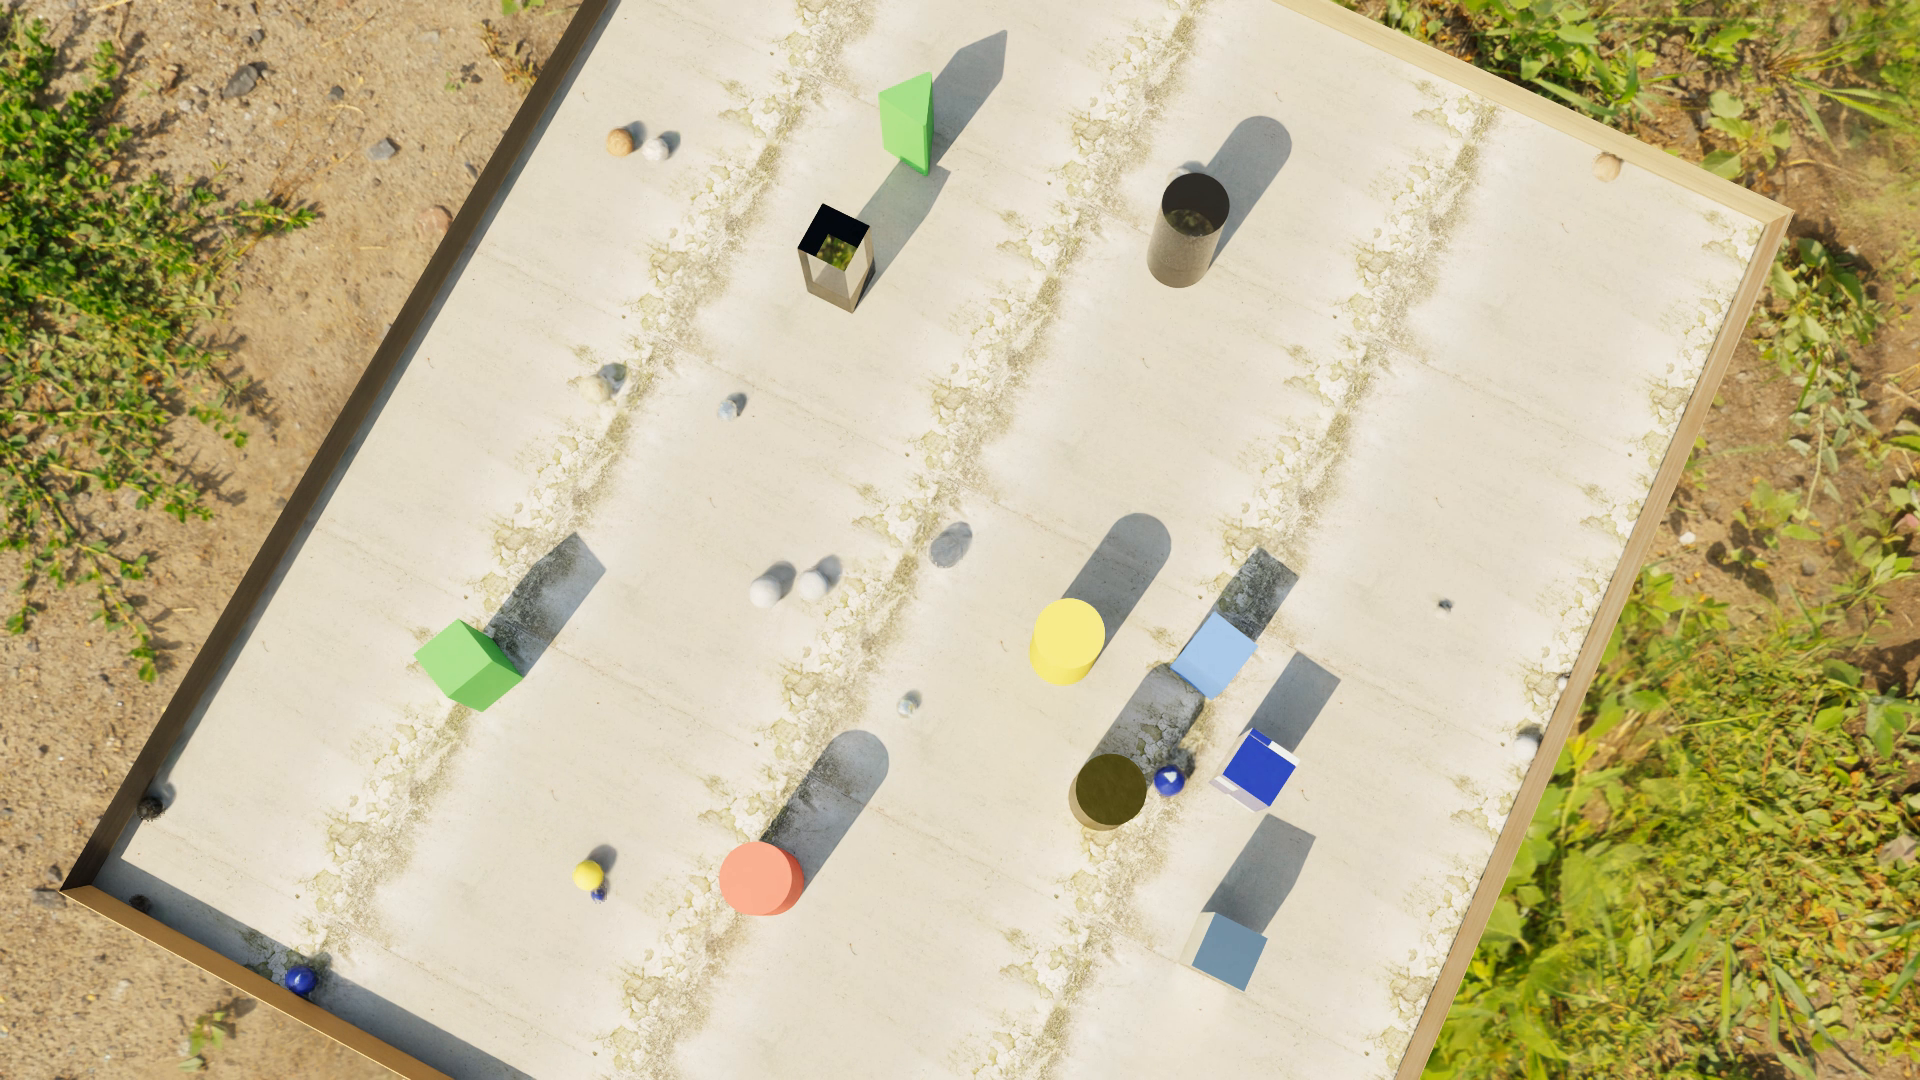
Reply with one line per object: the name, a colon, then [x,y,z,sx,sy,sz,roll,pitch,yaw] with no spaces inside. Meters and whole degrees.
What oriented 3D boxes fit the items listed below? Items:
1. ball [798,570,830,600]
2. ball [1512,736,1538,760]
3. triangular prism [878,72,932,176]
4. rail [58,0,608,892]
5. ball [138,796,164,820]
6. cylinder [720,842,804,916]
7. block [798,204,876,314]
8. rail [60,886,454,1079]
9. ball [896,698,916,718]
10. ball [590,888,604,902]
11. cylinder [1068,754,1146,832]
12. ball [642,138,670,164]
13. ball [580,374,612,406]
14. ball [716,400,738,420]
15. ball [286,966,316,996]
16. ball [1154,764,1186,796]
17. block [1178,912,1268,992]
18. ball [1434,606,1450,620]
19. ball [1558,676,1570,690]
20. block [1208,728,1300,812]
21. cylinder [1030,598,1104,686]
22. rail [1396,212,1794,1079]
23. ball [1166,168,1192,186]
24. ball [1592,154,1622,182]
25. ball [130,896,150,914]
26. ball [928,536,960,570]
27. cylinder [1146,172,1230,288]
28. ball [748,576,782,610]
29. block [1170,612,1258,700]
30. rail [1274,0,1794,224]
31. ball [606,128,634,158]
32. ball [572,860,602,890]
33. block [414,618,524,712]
ball: [-0.440,0.135,5.541,0.094,0.094,0.094,0,78,0]
ball: [1.683,0.618,5.451,0.074,0.074,0.074,0,78,0]
triangular prism: [-0.132,-1.310,5.691,0.173,0.386,0.150,35,80,7]
rail: [-1.640,-0.796,5.714,0.045,0.130,4.184,26,80,5]
ball: [-2.394,0.791,5.417,0.070,0.070,0.070,0,78,0]
cylinder: [-0.560,0.967,5.212,0.200,0.401,0.200,0,78,0]
block: [-0.373,-0.855,5.597,0.160,0.386,0.160,27,80,5]
rail: [-0.925,1.818,5.173,3.714,0.130,0.045,26,80,5]
ball: [-0.163,0.505,5.482,0.058,0.058,0.058,0,78,0]
ball: [-1.064,1.040,5.380,0.042,0.042,0.042,0,78,0]
cylinder: [0.422,0.731,5.285,0.200,0.353,0.200,0,78,0]
ball: [-0.968,-1.239,5.831,0.083,0.083,0.083,0,78,0]
ball: [-1.124,-0.464,5.664,0.096,0.096,0.096,0,78,0]
ball: [-0.720,-0.402,5.666,0.066,0.066,0.066,0,78,0]
ball: [-1.910,1.279,5.310,0.082,0.082,0.082,0,78,0]
ball: [0.621,0.712,5.422,0.093,0.093,0.093,0,78,0]
block: [0.742,1.167,5.203,0.160,0.337,0.160,26,79,5]
ball: [1.459,0.221,5.549,0.044,0.044,0.044,0,78,0]
ball: [1.816,0.431,5.506,0.041,0.041,0.041,0,78,0]
block: [0.850,0.672,5.321,0.160,0.307,0.160,34,80,7]
cylinder: [0.309,0.302,5.357,0.200,0.386,0.200,0,78,0]
rail: [1.640,0.810,5.382,0.045,0.130,4.184,26,80,5]
ball: [0.699,-1.123,5.798,0.100,0.100,0.100,0,78,0]
ball: [2.054,-1.181,5.818,0.085,0.085,0.085,0,78,0]
ball: [-2.402,1.070,5.368,0.053,0.053,0.053,0,78,0]
ball: [-0.047,0.038,5.558,0.099,0.099,0.099,0,78,0]
cylinder: [0.690,-0.937,5.584,0.200,0.444,0.200,0,78,0]
ball: [-0.588,0.159,5.533,0.099,0.099,0.099,0,78,0]
block: [0.744,0.345,5.395,0.160,0.294,0.160,38,81,7]
rail: [0.925,-1.805,5.923,3.714,0.130,0.045,26,80,5]
ball: [-1.082,-1.264,5.833,0.089,0.089,0.089,0,78,0]
ball: [-1.091,0.982,5.369,0.086,0.086,0.086,0,78,0]
block: [-1.428,0.370,5.344,0.160,0.384,0.160,-40,81,-8]
